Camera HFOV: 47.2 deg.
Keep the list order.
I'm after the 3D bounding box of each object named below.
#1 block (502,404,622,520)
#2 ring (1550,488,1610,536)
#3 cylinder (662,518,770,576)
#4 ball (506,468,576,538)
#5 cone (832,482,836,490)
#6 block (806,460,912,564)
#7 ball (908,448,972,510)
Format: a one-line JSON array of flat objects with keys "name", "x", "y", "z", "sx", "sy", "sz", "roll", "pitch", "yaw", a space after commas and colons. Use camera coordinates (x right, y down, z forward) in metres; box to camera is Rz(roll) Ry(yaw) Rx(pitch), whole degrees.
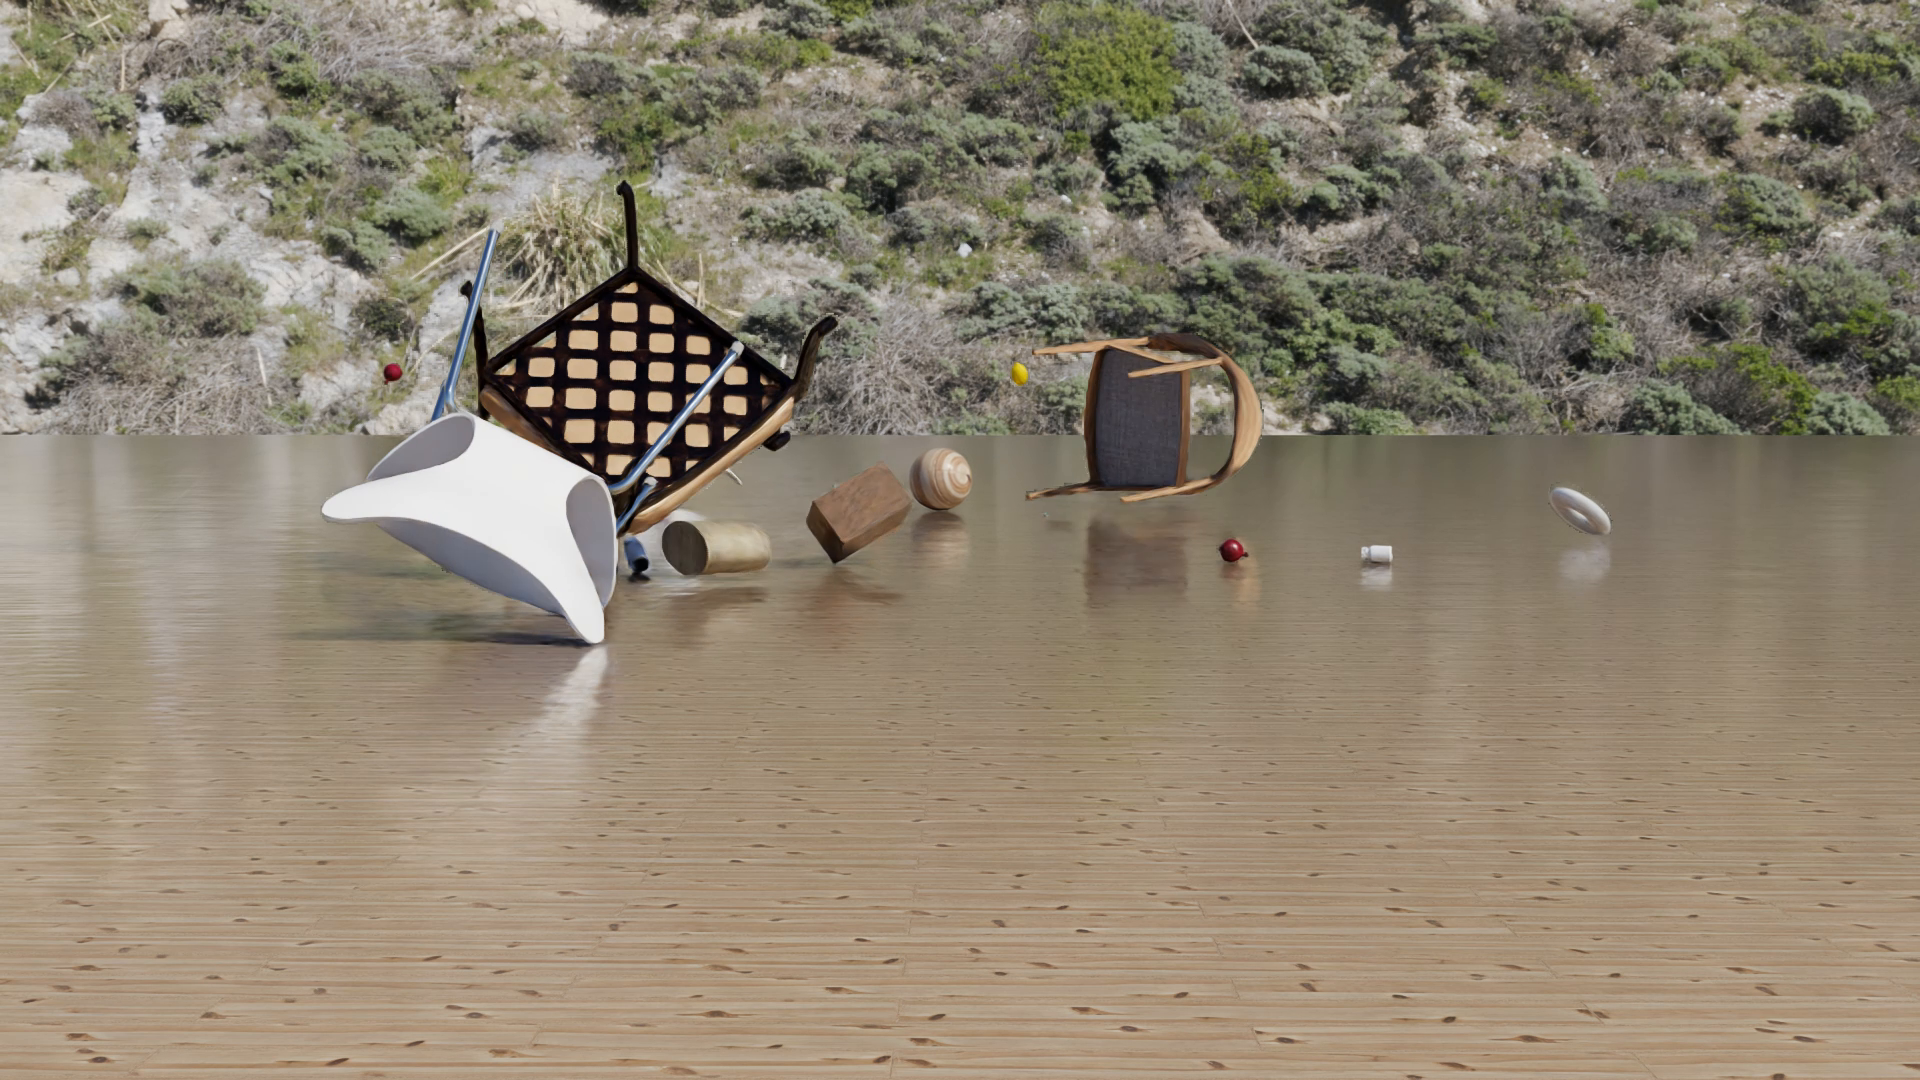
[{"name": "block", "x": -1.252, "y": -0.230, "z": 6.909, "sx": 0.241, "sy": 0.212, "sz": 0.270, "roll": 32, "pitch": 46, "yaw": 18}, {"name": "ring", "x": 1.890, "y": -0.086, "z": 6.699, "sx": 0.161, "sy": 0.050, "sz": 0.283, "roll": 17, "pitch": -13, "yaw": 47}, {"name": "cylinder", "x": -0.570, "y": 0.015, "z": 5.143, "sx": 0.180, "sy": 0.122, "sz": 0.186, "roll": -3, "pitch": 15, "yaw": -42}, {"name": "ball", "x": -1.264, "y": -0.112, "z": 6.644, "sx": 0.210, "sy": 0.210, "sz": 0.210, "roll": 0, "pitch": 4, "yaw": 0}, {"name": "cone", "x": -0.394, "y": -0.104, "z": 6.931, "sx": 0.134, "sy": 0.154, "sz": 0.135, "roll": 0, "pitch": 4, "yaw": -2}, {"name": "block", "x": -0.258, "y": -0.070, "z": 5.609, "sx": 0.218, "sy": 0.135, "sz": 0.143, "roll": -32, "pitch": -12, "yaw": -22}, {"name": "ball", "x": -0.073, "y": -0.226, "z": 8.121, "sx": 0.234, "sy": 0.234, "sz": 0.234, "roll": 0, "pitch": 4, "yaw": 0}]
